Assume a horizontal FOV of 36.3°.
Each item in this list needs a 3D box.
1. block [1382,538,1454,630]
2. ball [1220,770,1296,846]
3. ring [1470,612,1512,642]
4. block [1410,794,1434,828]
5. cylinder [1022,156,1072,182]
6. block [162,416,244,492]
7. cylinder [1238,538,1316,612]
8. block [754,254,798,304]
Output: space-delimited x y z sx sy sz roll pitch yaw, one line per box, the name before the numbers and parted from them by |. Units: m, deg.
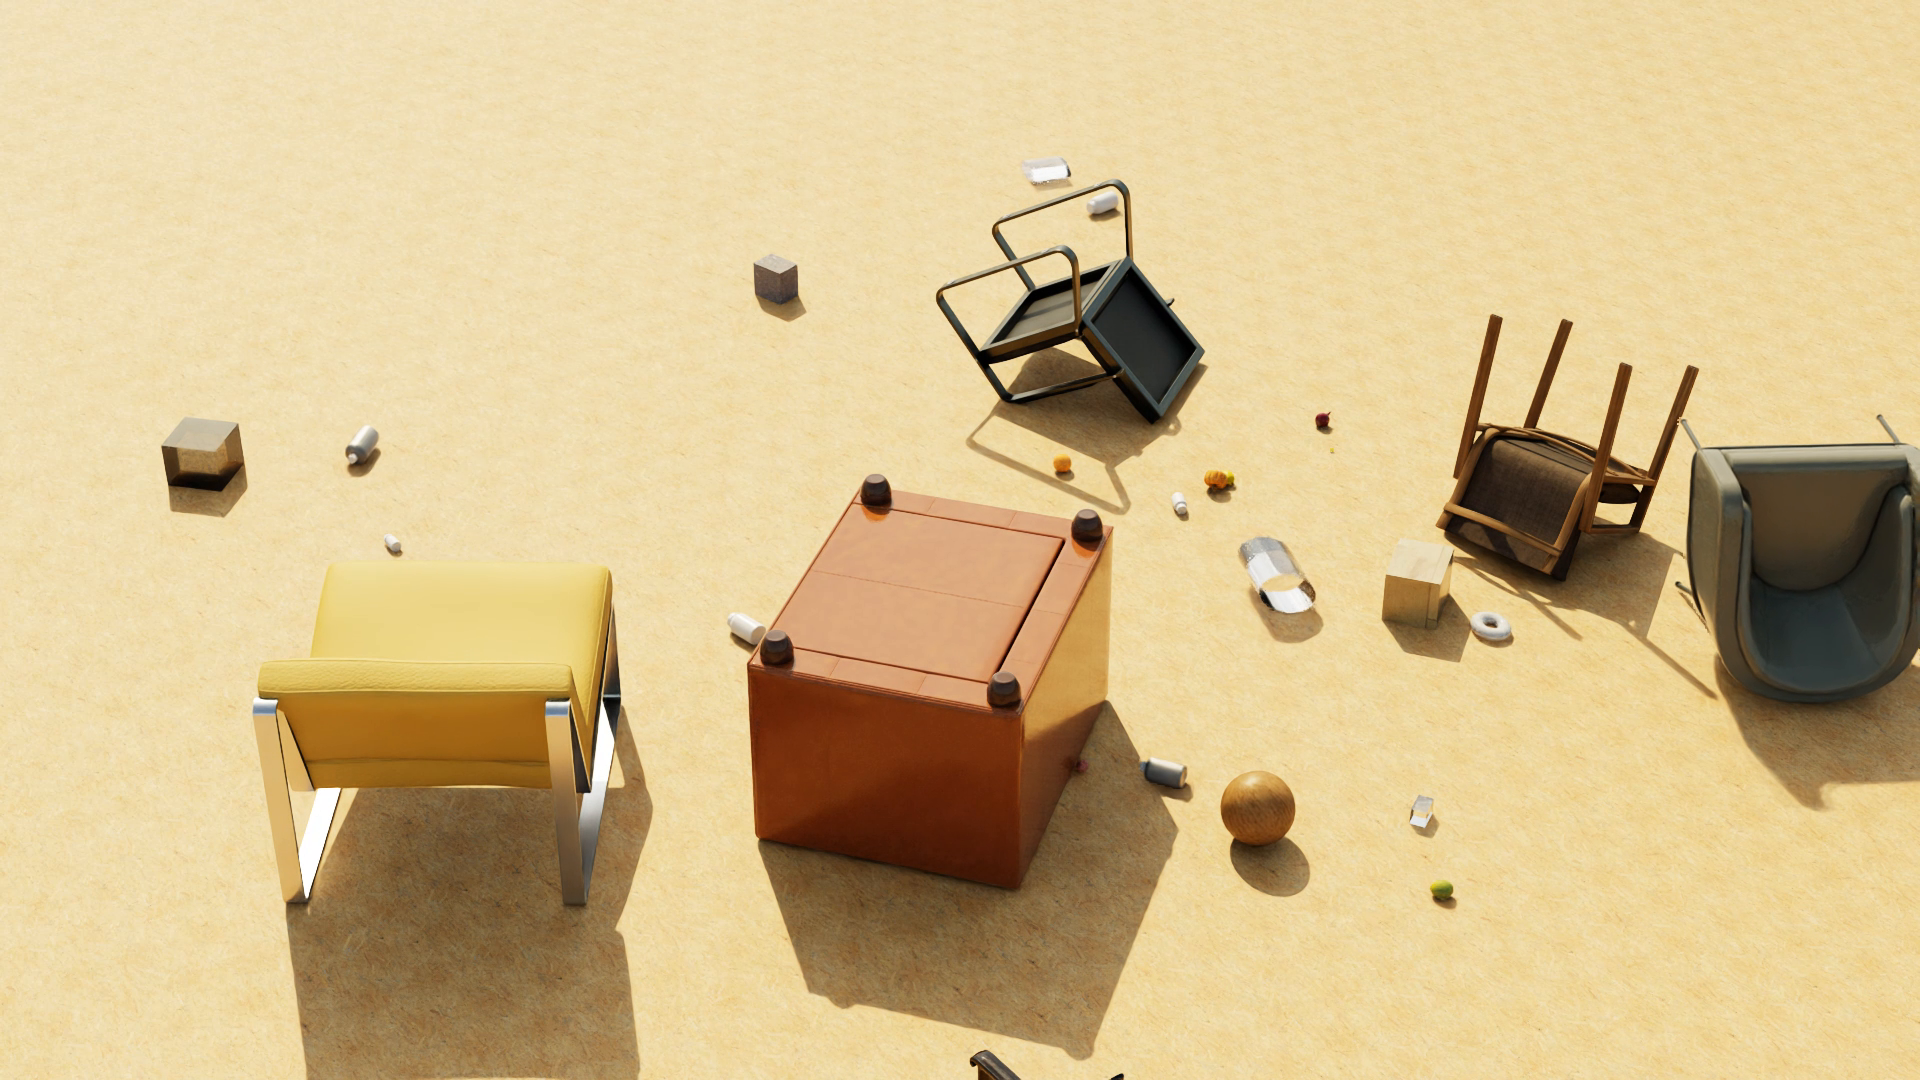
block | 1.644 0.156 10.528 0.197 0.197 0.251 11 35 16
ball | 0.957 0.862 9.416 0.242 0.242 0.242 0 33 0
ring | 1.890 0.307 10.440 0.136 0.043 0.161 -17 38 -26
block | 1.504 0.883 9.552 0.053 0.059 0.084 15 36 21
cylinder | 0.396 -1.704 13.465 0.176 0.072 0.192 -10 34 -15
block | -2.912 -0.331 11.283 0.220 0.180 0.218 7 34 10
cylinder | 1.145 0.126 10.598 0.232 0.152 0.252 17 26 -25
block | -0.784 -1.112 12.495 0.153 0.150 0.112 25 41 32
